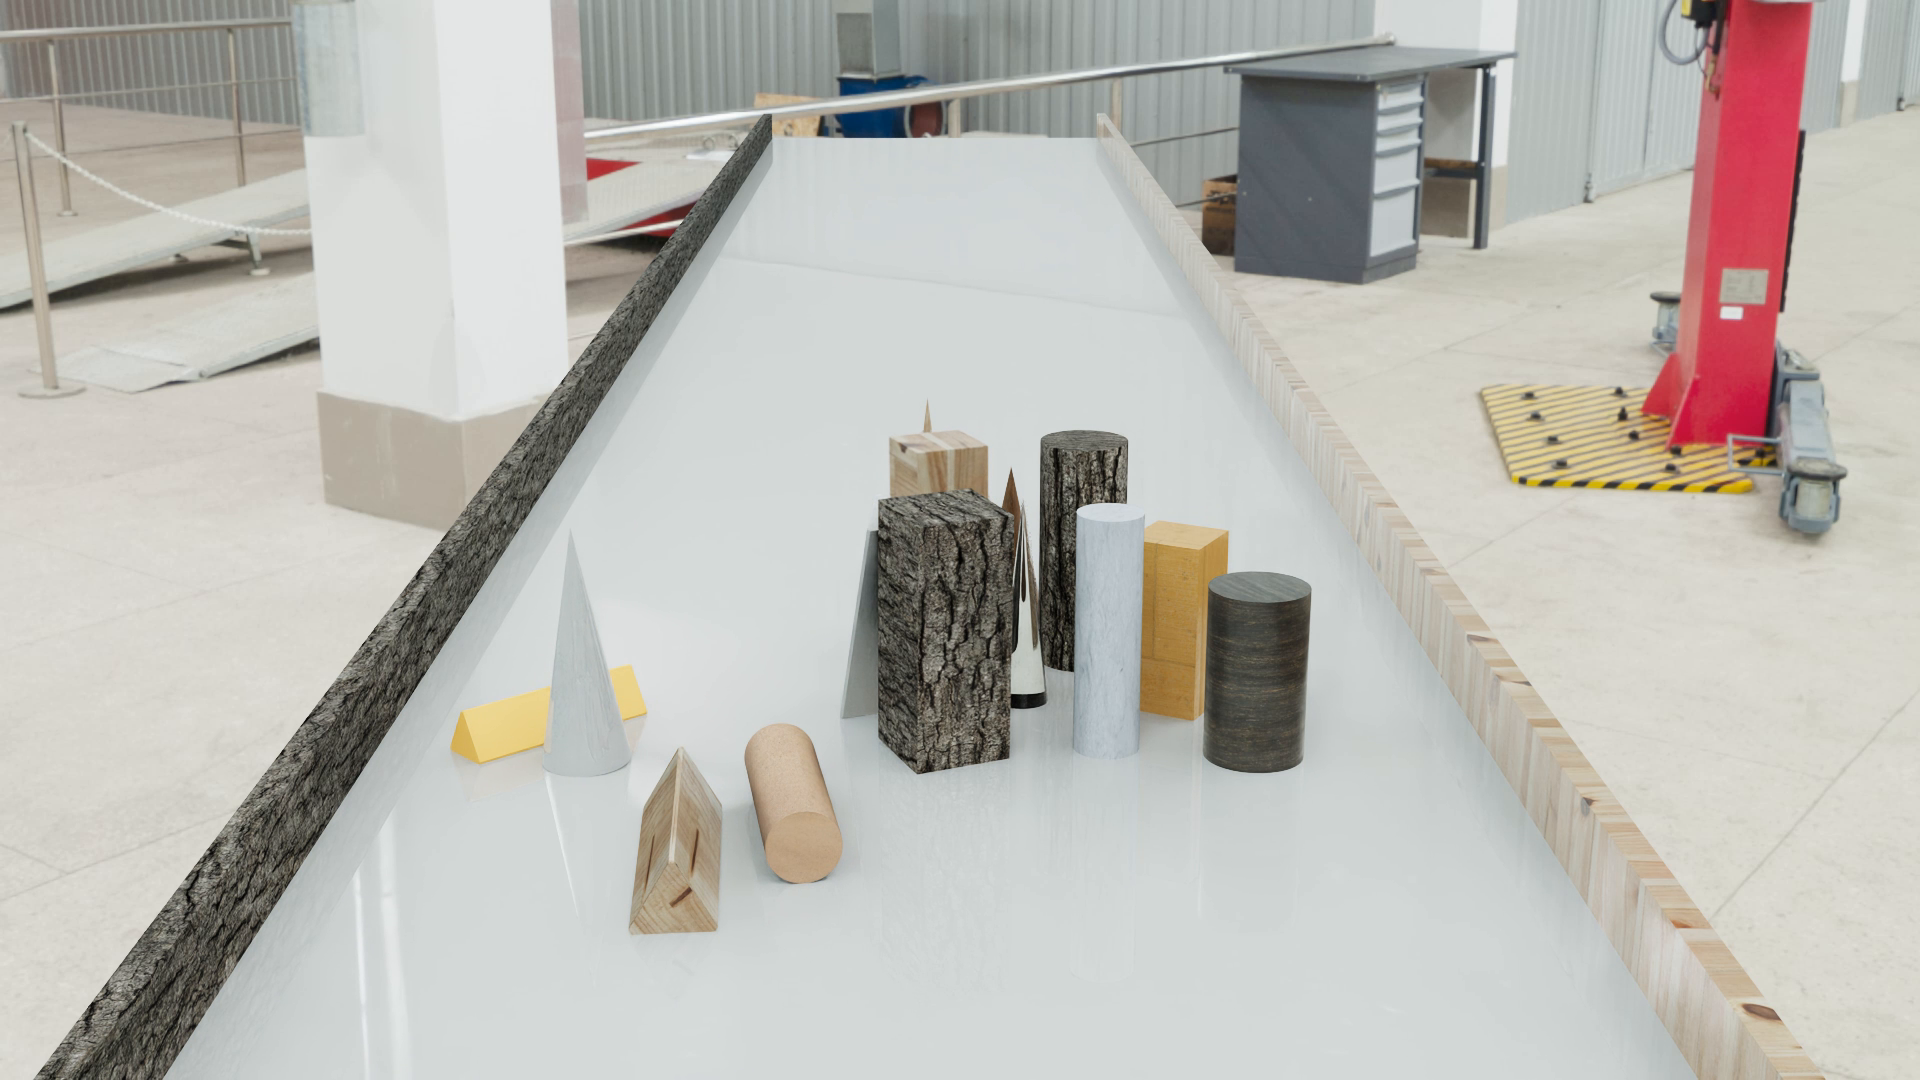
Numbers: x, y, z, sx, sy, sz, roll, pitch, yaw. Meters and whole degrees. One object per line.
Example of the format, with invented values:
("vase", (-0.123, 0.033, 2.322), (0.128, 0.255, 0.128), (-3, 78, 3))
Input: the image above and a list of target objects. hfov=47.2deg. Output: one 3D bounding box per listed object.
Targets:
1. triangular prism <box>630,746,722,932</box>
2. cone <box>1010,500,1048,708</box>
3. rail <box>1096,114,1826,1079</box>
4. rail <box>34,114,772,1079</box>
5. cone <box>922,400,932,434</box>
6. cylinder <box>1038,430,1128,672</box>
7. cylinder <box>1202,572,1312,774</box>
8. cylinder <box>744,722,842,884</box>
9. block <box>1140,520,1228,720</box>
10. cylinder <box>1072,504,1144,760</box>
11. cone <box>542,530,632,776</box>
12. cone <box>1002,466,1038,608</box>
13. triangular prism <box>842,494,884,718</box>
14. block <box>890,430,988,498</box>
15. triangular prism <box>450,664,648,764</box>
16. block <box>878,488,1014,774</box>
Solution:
("triangular prism", (-0.445, 0.462, 3.466), (0.128, 0.111, 0.457), (-1, 17, -5))
("cone", (0.118, 0.112, 4.145), (0.102, 0.402, 0.102), (0, 17, 0))
("rail", (0.932, -0.844, 7.801), (0.050, 0.150, 12.000), (0, 17, -1))
("rail", (-1.118, -0.838, 7.780), (0.050, 0.150, 12.000), (0, 17, -1))
("cone", (-0.071, -0.111, 4.862), (0.109, 0.421, 0.109), (0, 17, 0))
("cylinder", (0.243, 0.021, 4.364), (0.172, 0.451, 0.172), (0, 17, 0))
("cylinder", (0.525, 0.232, 3.893), (0.180, 0.315, 0.180), (0, 17, 0))
("cylinder", (-0.275, 0.424, 3.590), (0.121, 0.121, 0.380), (-3, 17, -10))
("block", (0.406, 0.150, 4.140), (0.144, 0.333, 0.144), (9, 19, 27))
("cylinder", (0.264, 0.163, 3.907), (0.119, 0.441, 0.119), (0, 17, 0))
("cone", (-0.666, 0.182, 3.837), (0.158, 0.436, 0.158), (0, 20, 0))
("cone", (0.107, 0.005, 4.623), (0.147, 0.334, 0.147), (0, 17, 0))
("triangular prism", (-0.158, 0.120, 4.055), (0.126, 0.423, 0.109), (-8, 37, -25))
("block", (-0.041, 0.024, 4.353), (0.148, 0.451, 0.148), (-7, 17, -22))
("triangular prism", (-0.752, 0.309, 4.030), (0.361, 0.085, 0.098), (-15, 22, -41))
("block", (-0.028, 0.159, 3.890), (0.179, 0.453, 0.179), (-7, 20, -23))
